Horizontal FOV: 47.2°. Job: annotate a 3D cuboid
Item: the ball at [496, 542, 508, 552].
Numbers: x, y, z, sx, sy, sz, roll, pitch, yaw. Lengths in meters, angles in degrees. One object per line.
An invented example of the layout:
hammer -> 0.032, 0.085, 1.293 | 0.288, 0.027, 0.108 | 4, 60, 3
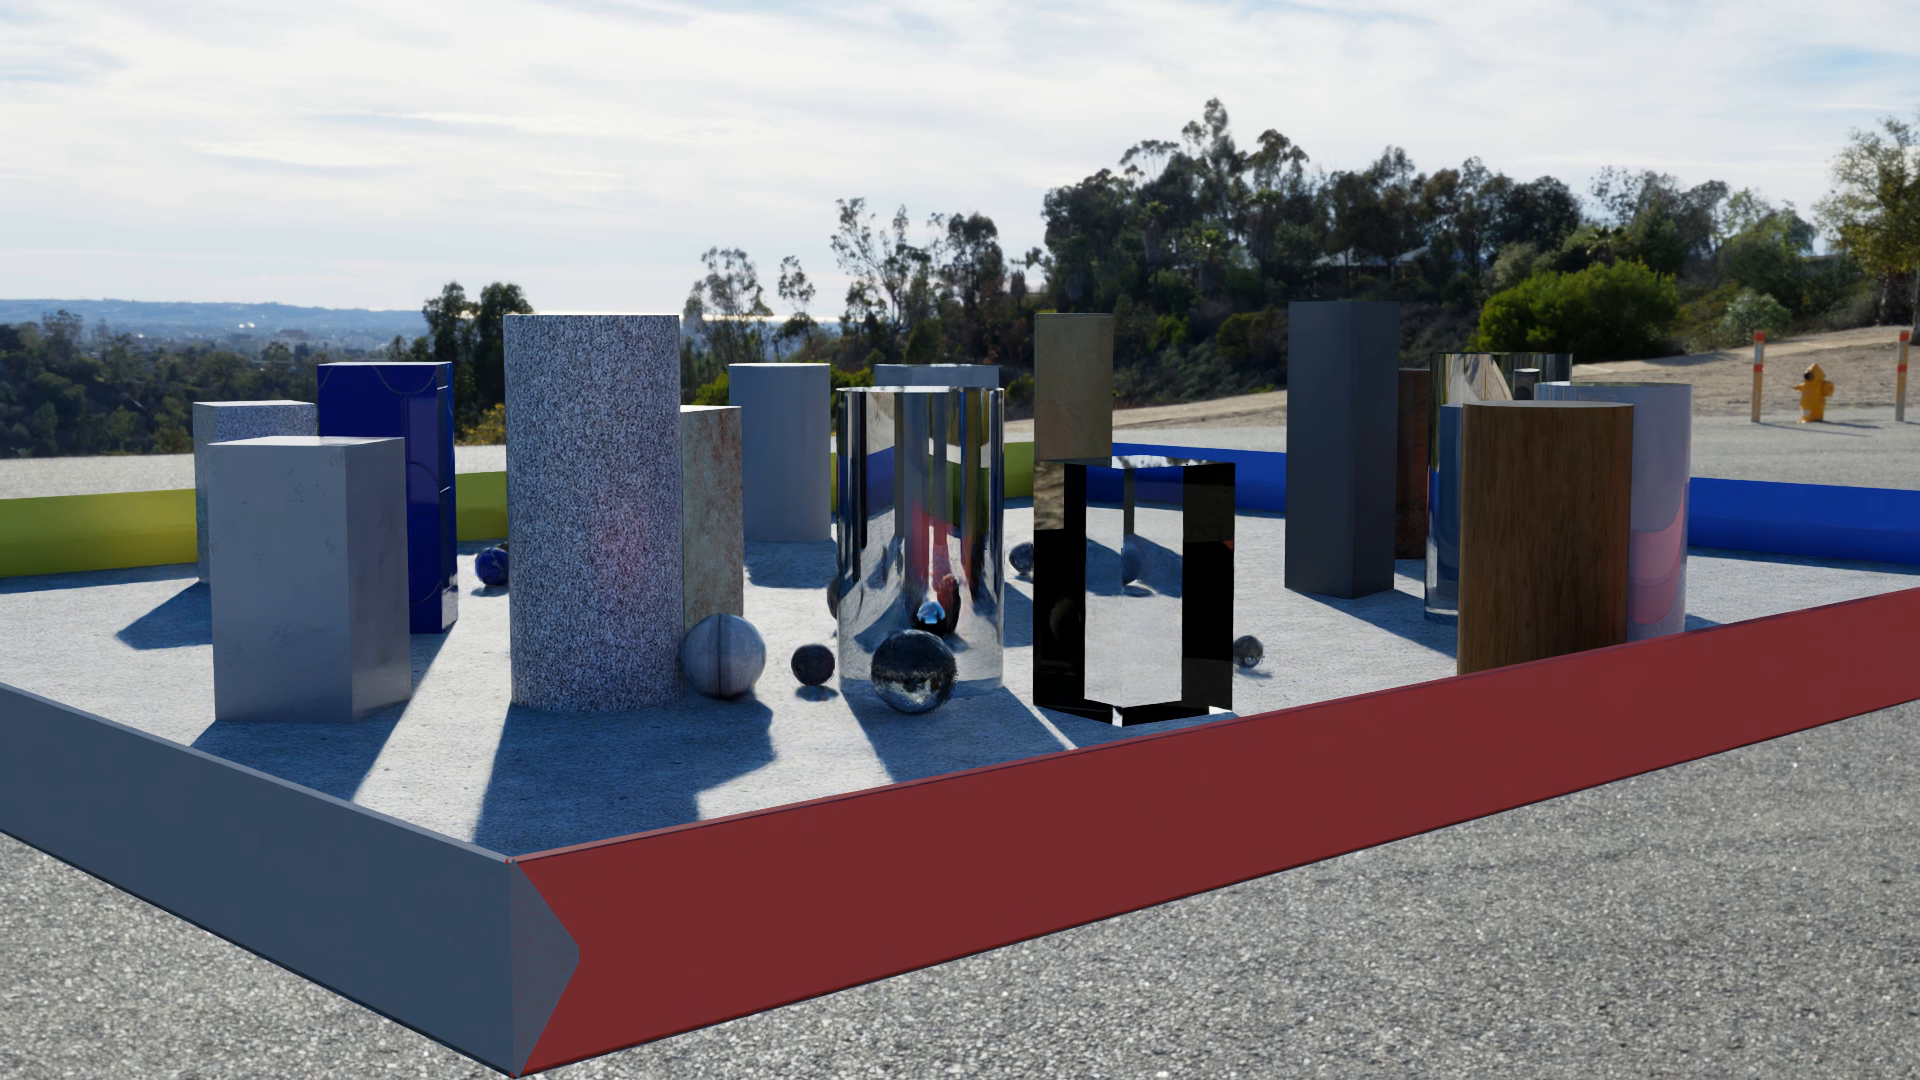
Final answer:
ball -> -0.745, 0.036, 3.628 | 0.065, 0.065, 0.065 | 0, 6, 0

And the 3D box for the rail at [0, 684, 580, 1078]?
rail -> -1.155, 0.144, 2.271 | 0.045, 0.129, 2.695 | -5, 8, -42

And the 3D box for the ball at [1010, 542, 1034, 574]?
ball -> 0.111, 0.029, 3.724 | 0.054, 0.054, 0.054 | 0, 6, 0

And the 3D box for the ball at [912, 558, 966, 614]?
ball -> -0.031, 0.068, 3.238 | 0.081, 0.081, 0.081 | 0, 6, 0

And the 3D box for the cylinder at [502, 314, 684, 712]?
cylinder -> -0.419, -0.038, 2.525 | 0.199, 0.440, 0.199 | 0, 6, 0

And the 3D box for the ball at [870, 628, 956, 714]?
ball -> -0.051, 0.145, 2.435 | 0.095, 0.095, 0.095 | 0, 6, 0

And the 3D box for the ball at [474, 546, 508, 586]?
ball -> -0.755, 0.043, 3.563 | 0.064, 0.064, 0.064 | 0, 6, 0

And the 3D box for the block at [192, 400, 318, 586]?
block -> -1.150, -0.076, 3.597 | 0.159, 0.295, 0.159 | -4, 7, -32

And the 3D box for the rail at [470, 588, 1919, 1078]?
rail -> 0.898, 0.134, 2.364 | 3.192, 0.129, 0.045 | -5, 8, -42

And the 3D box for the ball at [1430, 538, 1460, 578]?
ball -> 0.819, 0.030, 3.671 | 0.068, 0.068, 0.068 | 0, 6, 0

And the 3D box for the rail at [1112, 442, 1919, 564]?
rail -> 1.155, -0.077, 4.392 | 0.045, 0.129, 2.695 | -5, 8, -42

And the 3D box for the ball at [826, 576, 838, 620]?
ball -> -0.146, 0.082, 3.098 | 0.084, 0.084, 0.084 | 0, 6, 0

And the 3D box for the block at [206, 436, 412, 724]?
block -> -0.722, 0.040, 2.450 | 0.159, 0.301, 0.159 | 1, 6, 9

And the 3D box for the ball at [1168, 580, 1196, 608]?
ball -> 0.334, 0.081, 3.309 | 0.041, 0.041, 0.041 | 0, 6, 0

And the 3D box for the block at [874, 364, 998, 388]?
block -> -0.041, -0.119, 3.723 | 0.159, 0.353, 0.159 | -3, 7, -25

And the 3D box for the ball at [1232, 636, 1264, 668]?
ball -> 0.358, 0.140, 2.746 | 0.042, 0.042, 0.042 | 0, 6, 0

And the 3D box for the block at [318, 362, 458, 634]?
block -> -0.803, -0.063, 3.098 | 0.159, 0.371, 0.159 | -1, 6, -5

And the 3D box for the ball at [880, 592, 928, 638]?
ball -> -0.077, 0.103, 2.995 | 0.064, 0.064, 0.064 | 0, 6, 0

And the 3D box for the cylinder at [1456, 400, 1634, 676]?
cylinder -> 0.707, 0.002, 2.661 | 0.199, 0.333, 0.199 | 0, 6, 0

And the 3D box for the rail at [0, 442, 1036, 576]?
rail -> -0.898, -0.067, 4.299 | 3.192, 0.129, 0.045 | -5, 8, -42

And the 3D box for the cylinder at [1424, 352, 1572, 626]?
cylinder -> 0.772, -0.076, 3.159 | 0.199, 0.384, 0.199 | 0, 6, 0

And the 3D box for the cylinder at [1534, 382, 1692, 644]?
cylinder -> 0.848, -0.029, 2.875 | 0.199, 0.350, 0.199 | 0, 6, 0

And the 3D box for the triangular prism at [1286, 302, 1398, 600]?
triangular prism -> 0.588, -0.148, 3.490 | 0.149, 0.459, 0.172 | 4, 7, 34

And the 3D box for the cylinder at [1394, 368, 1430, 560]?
cylinder -> 0.796, -0.144, 4.033 | 0.199, 0.339, 0.199 | 0, 6, 0

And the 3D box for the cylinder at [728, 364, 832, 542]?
cylinder -> -0.353, -0.174, 4.317 | 0.199, 0.340, 0.199 | 0, 6, 0

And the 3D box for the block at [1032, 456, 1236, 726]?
block -> 0.193, 0.051, 2.457 | 0.159, 0.278, 0.159 | -4, 7, -35

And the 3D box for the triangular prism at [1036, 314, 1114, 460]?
triangular prism -> 0.201, -0.240, 4.474 | 0.172, 0.439, 0.149 | -3, 6, -23

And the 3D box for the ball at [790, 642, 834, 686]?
ball -> -0.175, 0.148, 2.618 | 0.052, 0.052, 0.052 | 0, 6, 0

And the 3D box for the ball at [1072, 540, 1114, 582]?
ball -> 0.220, 0.034, 3.633 | 0.068, 0.068, 0.068 | 0, 6, 0

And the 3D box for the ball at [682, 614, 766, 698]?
ball -> -0.271, 0.134, 2.531 | 0.098, 0.098, 0.098 | 0, 6, 0

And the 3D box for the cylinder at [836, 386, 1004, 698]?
cylinder -> -0.047, -0.002, 2.606 | 0.199, 0.353, 0.199 | 0, 6, 0

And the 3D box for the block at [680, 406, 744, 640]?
block -> -0.383, -0.006, 2.792 | 0.159, 0.322, 0.159 | 2, 6, 21

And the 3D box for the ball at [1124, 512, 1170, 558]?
ball -> 0.339, -0.009, 3.985 | 0.080, 0.080, 0.080 | 0, 6, 0
